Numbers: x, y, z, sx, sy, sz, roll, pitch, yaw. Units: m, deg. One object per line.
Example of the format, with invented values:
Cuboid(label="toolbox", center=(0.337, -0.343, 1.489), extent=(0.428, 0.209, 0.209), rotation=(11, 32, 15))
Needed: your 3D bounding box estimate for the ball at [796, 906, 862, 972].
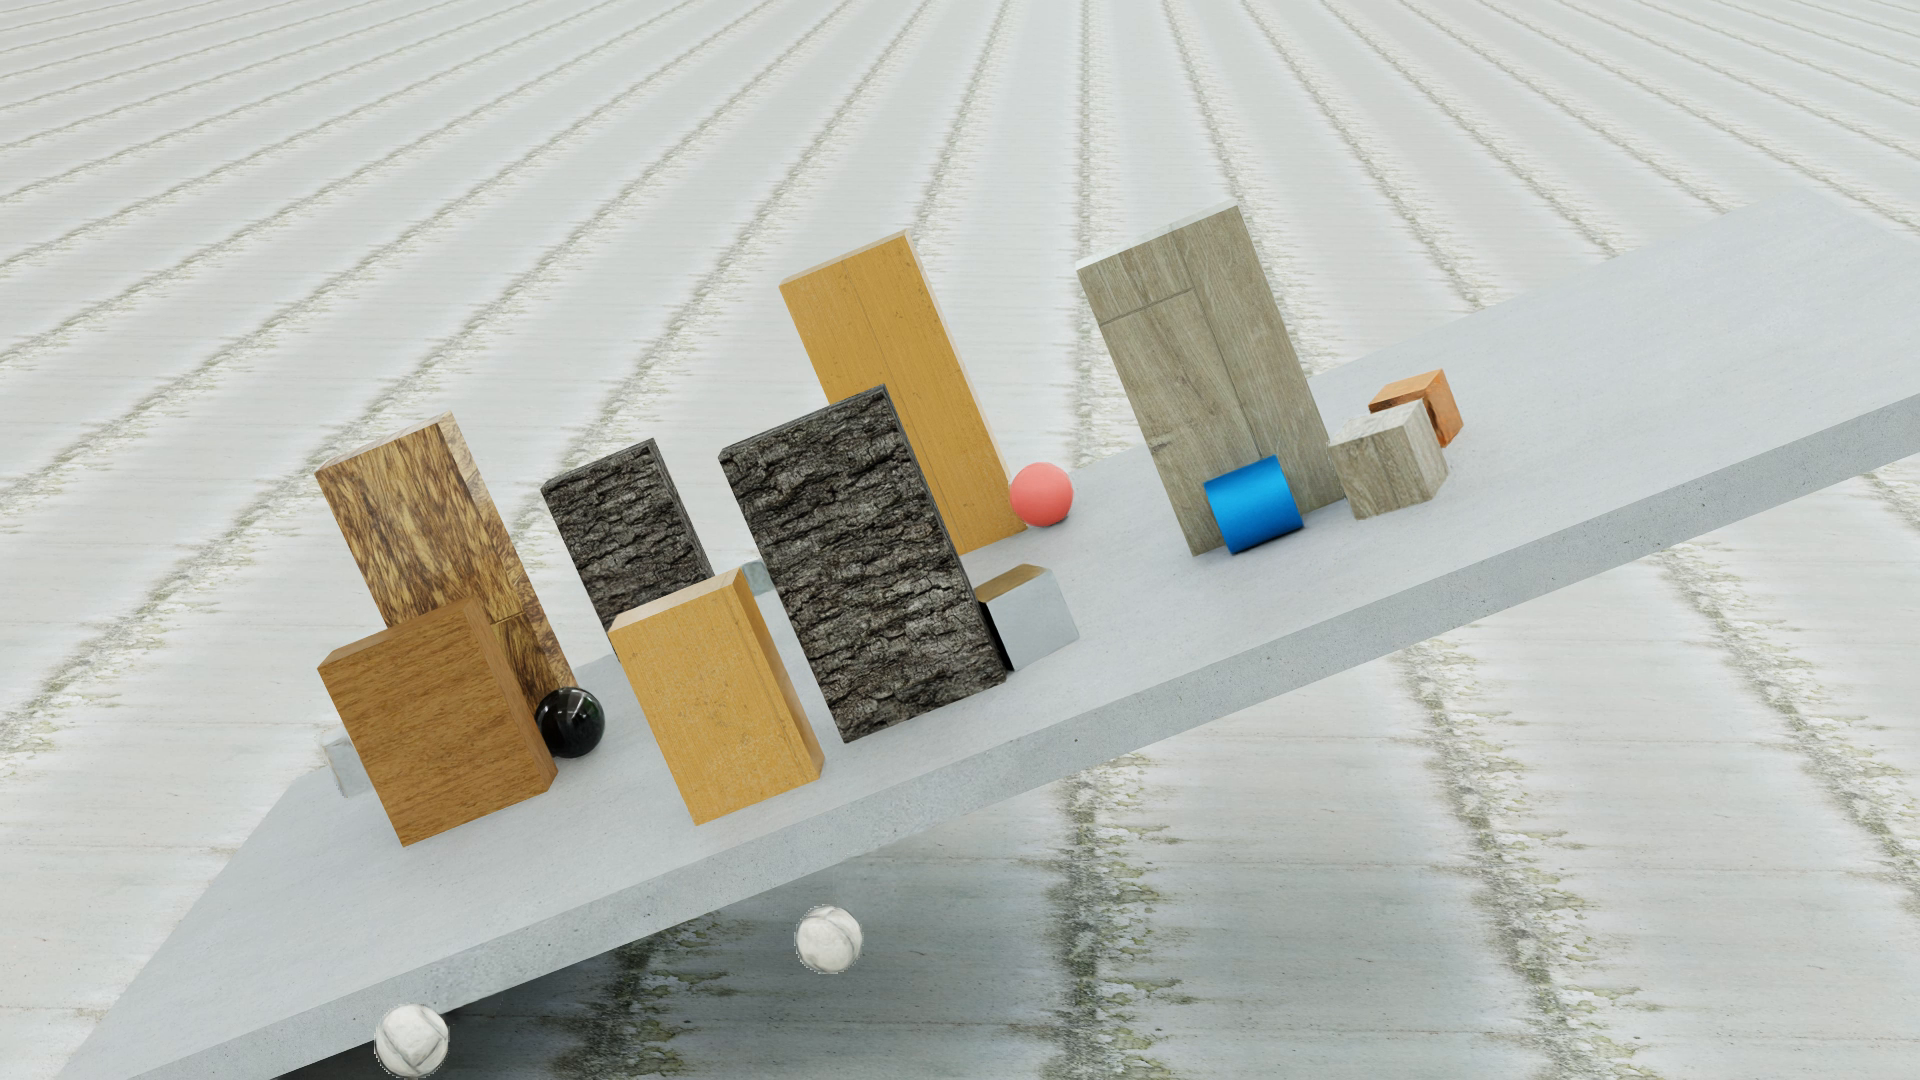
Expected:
Cuboid(label="ball", center=(-0.229, 0.700, 5.155), extent=(0.114, 0.114, 0.114), rotation=(0, 14, 0))

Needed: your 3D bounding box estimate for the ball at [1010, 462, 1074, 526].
Cuboid(label="ball", center=(0.188, -0.106, 6.776), extent=(0.147, 0.147, 0.147), rotation=(0, 14, 0))

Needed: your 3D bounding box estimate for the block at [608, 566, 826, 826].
Cuboid(label="block", center=(-0.461, 0.298, 5.607), extent=(0.257, 0.413, 0.129), rotation=(-21, 12, 8))

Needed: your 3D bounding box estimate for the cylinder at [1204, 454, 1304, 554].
Cuboid(label="cylinder", center=(0.587, -0.072, 5.886), extent=(0.155, 0.155, 0.155), rotation=(-22, 13, 7))

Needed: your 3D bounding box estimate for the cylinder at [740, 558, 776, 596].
Cuboid(label="cylinder", center=(-0.584, 0.141, 9.339), extent=(0.192, 0.192, 0.192), rotation=(9, 17, 33))

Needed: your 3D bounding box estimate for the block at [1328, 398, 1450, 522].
Cuboid(label="block", center=(0.842, -0.157, 5.772), extent=(0.160, 0.160, 0.160), rotation=(-17, 14, 27))

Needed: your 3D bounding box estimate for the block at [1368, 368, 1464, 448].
Cuboid(label="block", center=(0.945, -0.259, 6.090), extent=(0.130, 0.130, 0.130), rotation=(-16, 14, 30))

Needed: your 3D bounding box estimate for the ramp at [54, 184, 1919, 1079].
Cuboid(label="ramp", center=(0.126, 0.172, 6.288), extent=(4.000, 0.100, 2.000), rotation=(-21, 12, 8))

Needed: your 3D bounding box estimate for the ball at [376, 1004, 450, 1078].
Cuboid(label="ball", center=(-0.992, 0.907, 5.329), extent=(0.130, 0.130, 0.130), rotation=(0, 14, 0))

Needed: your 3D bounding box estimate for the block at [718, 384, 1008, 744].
Cuboid(label="block", center=(-0.185, 0.049, 5.681), extent=(0.340, 0.617, 0.083), rotation=(-21, 12, 8))

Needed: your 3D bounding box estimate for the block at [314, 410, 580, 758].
Cuboid(label="block", center=(-1.124, 0.138, 6.589), extent=(0.302, 0.795, 0.139), rotation=(-21, 12, 8))

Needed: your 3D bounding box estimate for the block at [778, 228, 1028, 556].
Cuboid(label="block", center=(-0.126, -0.316, 6.831), extent=(0.313, 0.742, 0.110), rotation=(-21, 12, 8))

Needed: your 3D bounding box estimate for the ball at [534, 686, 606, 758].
Cuboid(label="ball", center=(-0.862, 0.403, 6.491), extent=(0.159, 0.159, 0.159), rotation=(0, 14, 0))

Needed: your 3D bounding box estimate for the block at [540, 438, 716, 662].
Cuboid(label="block", center=(-0.795, 0.026, 7.229), extent=(0.288, 0.474, 0.100), rotation=(-21, 12, 8))

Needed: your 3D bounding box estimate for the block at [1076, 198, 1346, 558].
Cuboid(label="block", center=(0.514, -0.328, 5.964), extent=(0.345, 0.638, 0.113), rotation=(-21, 12, 8))

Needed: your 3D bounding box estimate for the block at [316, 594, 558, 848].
Cuboid(label="block", center=(-1.127, 0.391, 6.368), extent=(0.346, 0.436, 0.134), rotation=(-21, 12, 8))

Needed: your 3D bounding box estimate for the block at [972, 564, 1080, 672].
Cuboid(label="block", center=(0.117, 0.152, 5.798), extent=(0.151, 0.151, 0.151), rotation=(-27, 13, -17))

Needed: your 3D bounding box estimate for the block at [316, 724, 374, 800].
Cuboid(label="block", center=(-1.451, 0.520, 7.104), extent=(0.142, 0.142, 0.142), rotation=(-26, 13, -14))
